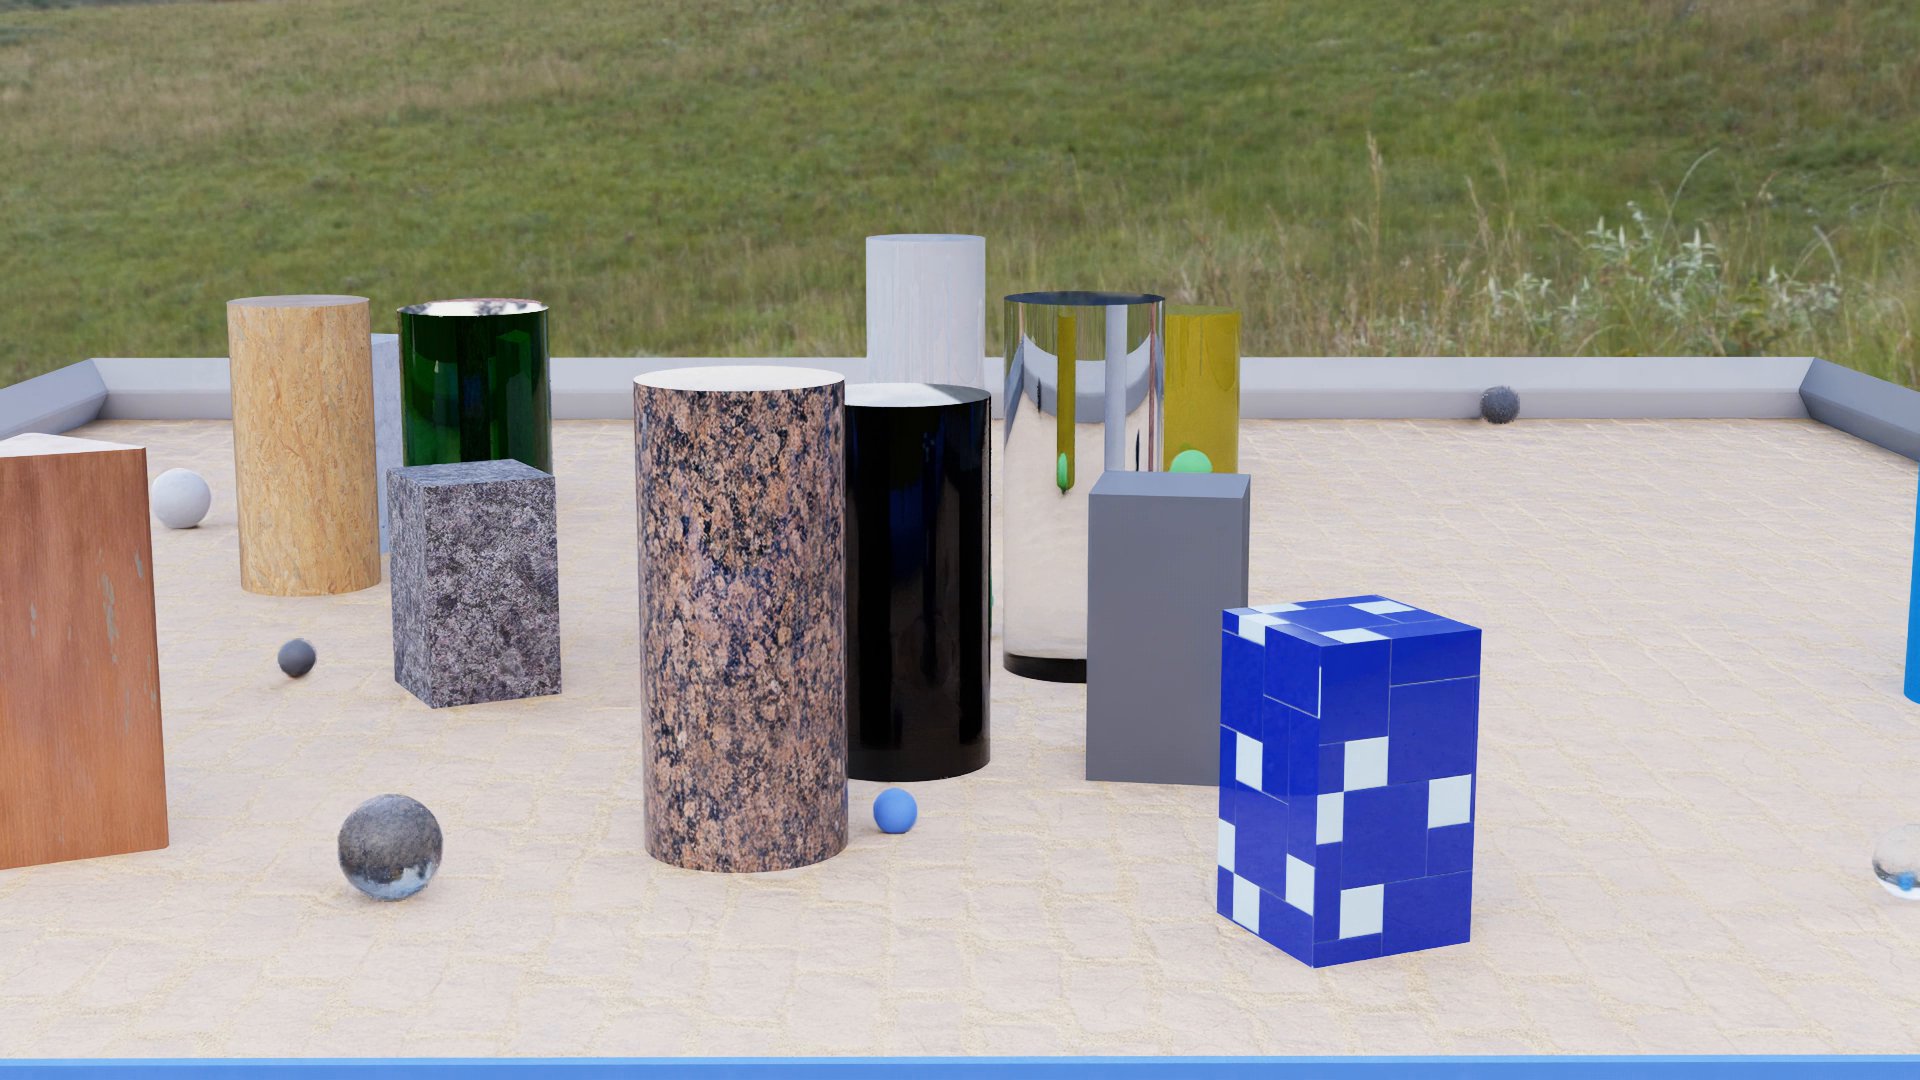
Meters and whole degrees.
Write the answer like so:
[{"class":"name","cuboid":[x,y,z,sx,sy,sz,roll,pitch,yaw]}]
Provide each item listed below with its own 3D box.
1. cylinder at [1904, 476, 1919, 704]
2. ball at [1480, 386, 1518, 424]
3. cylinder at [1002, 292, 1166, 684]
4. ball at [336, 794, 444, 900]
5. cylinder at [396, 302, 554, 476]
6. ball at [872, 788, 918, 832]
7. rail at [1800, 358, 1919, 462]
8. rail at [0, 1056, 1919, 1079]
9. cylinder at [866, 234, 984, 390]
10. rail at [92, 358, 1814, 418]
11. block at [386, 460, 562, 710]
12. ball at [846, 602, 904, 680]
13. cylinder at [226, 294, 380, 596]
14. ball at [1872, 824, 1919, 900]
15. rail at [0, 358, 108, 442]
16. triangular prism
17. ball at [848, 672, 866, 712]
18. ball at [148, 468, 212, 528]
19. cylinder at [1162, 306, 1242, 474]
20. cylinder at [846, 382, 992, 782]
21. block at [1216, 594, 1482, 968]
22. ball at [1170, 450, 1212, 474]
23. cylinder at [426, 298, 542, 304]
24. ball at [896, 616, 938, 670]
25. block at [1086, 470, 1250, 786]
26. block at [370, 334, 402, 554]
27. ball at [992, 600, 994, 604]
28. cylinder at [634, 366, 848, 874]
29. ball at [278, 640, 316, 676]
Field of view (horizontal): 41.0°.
[{"class":"cylinder","cuboid":[1.198,0.038,2.951,0.193,0.299,0.193,0,11,0]},{"class":"ball","cuboid":[1.103,-0.277,5.250,0.078,0.078,0.078,0,11,0]},{"class":"cylinder","cuboid":[0.149,-0.068,3.107,0.193,0.450,0.193,0,11,0]},{"class":"ball","cuboid":[-0.502,0.271,2.263,0.093,0.093,0.093,0,11,0]},{"class":"cylinder","cuboid":[-0.630,-0.096,3.359,0.193,0.414,0.193,0,11,0]},{"class":"ball","cuboid":[-0.062,0.259,2.459,0.043,0.043,0.043,0,11,0]},{"class":"rail","cuboid":[1.760,0.030,3.459,0.045,0.126,3.801,0,11,0]},{"class":"rail","cuboid":[0.011,0.375,1.604,3.568,0.126,0.045,0,11,0]},{"class":"cylinder","cuboid":[-0.056,-0.268,4.190,0.193,0.448,0.193,0,11,0]},{"class":"rail","cuboid":[-0.011,-0.311,5.295,3.568,0.126,0.045,0,11,0]},{"class":"block","cuboid":[-0.571,0.048,3.012,0.155,0.257,0.155,-6,12,-27]},{"class":"ball","cuboid":[-0.114,0.121,3.064,0.094,0.094,0.094,0,11,0]},{"class":"cylinder","cuboid":[-0.921,-0.136,3.608,0.193,0.400,0.193,0,11,0]},{"class":"ball","cuboid":[0.839,0.284,2.260,0.067,0.067,0.067,0,11,0]},{"class":"rail","cuboid":[-1.760,0.034,3.439,0.045,0.126,3.801,0,11,0]},{"class":"triangular prism","cuboid":[-0.852,0.097,2.409,0.167,0.380,0.145,-5,12,-26]},{"class":"ball","cuboid":[-0.132,0.172,2.914,0.048,0.048,0.048,0,11,0]},{"class":"ball","cuboid":[-1.237,-0.066,4.068,0.095,0.095,0.095,0,11,0]},{"class":"cylinder","cuboid":[0.399,-0.258,4.542,0.193,0.299,0.193,0,11,0]},{"class":"cylinder","cuboid":[-0.064,0.040,2.693,0.193,0.389,0.193,0,11,0]},{"class":"block","cuboid":[0.326,0.198,2.168,0.155,0.269,0.155,-5,12,-24]},{"class":"ball","cuboid":[0.399,-0.120,4.425,0.071,0.071,0.071,0,11,0]},{"class":"cylinder","cuboid":[-0.788,-0.225,4.262,0.193,0.336,0.193,0,11,0]},{"class":"ball","cuboid":[-0.060,0.126,3.122,0.064,0.064,0.064,0,11,0]},{"class":"block","cuboid":[0.218,0.089,2.675,0.155,0.299,0.155,2,11,9]},{"class":"block","cuboid":[-0.926,-0.149,3.906,0.155,0.317,0.155,3,11,16]},{"class":"ball","cuboid":[-0.005,0.080,3.283,0.095,0.095,0.095,0,11,0]},{"class":"cylinder","cuboid":[-0.202,0.069,2.392,0.193,0.442,0.193,0,11,0]},{"class":"ball","cuboid":[-0.798,0.142,3.086,0.044,0.044,0.044,0,11,0]}]
